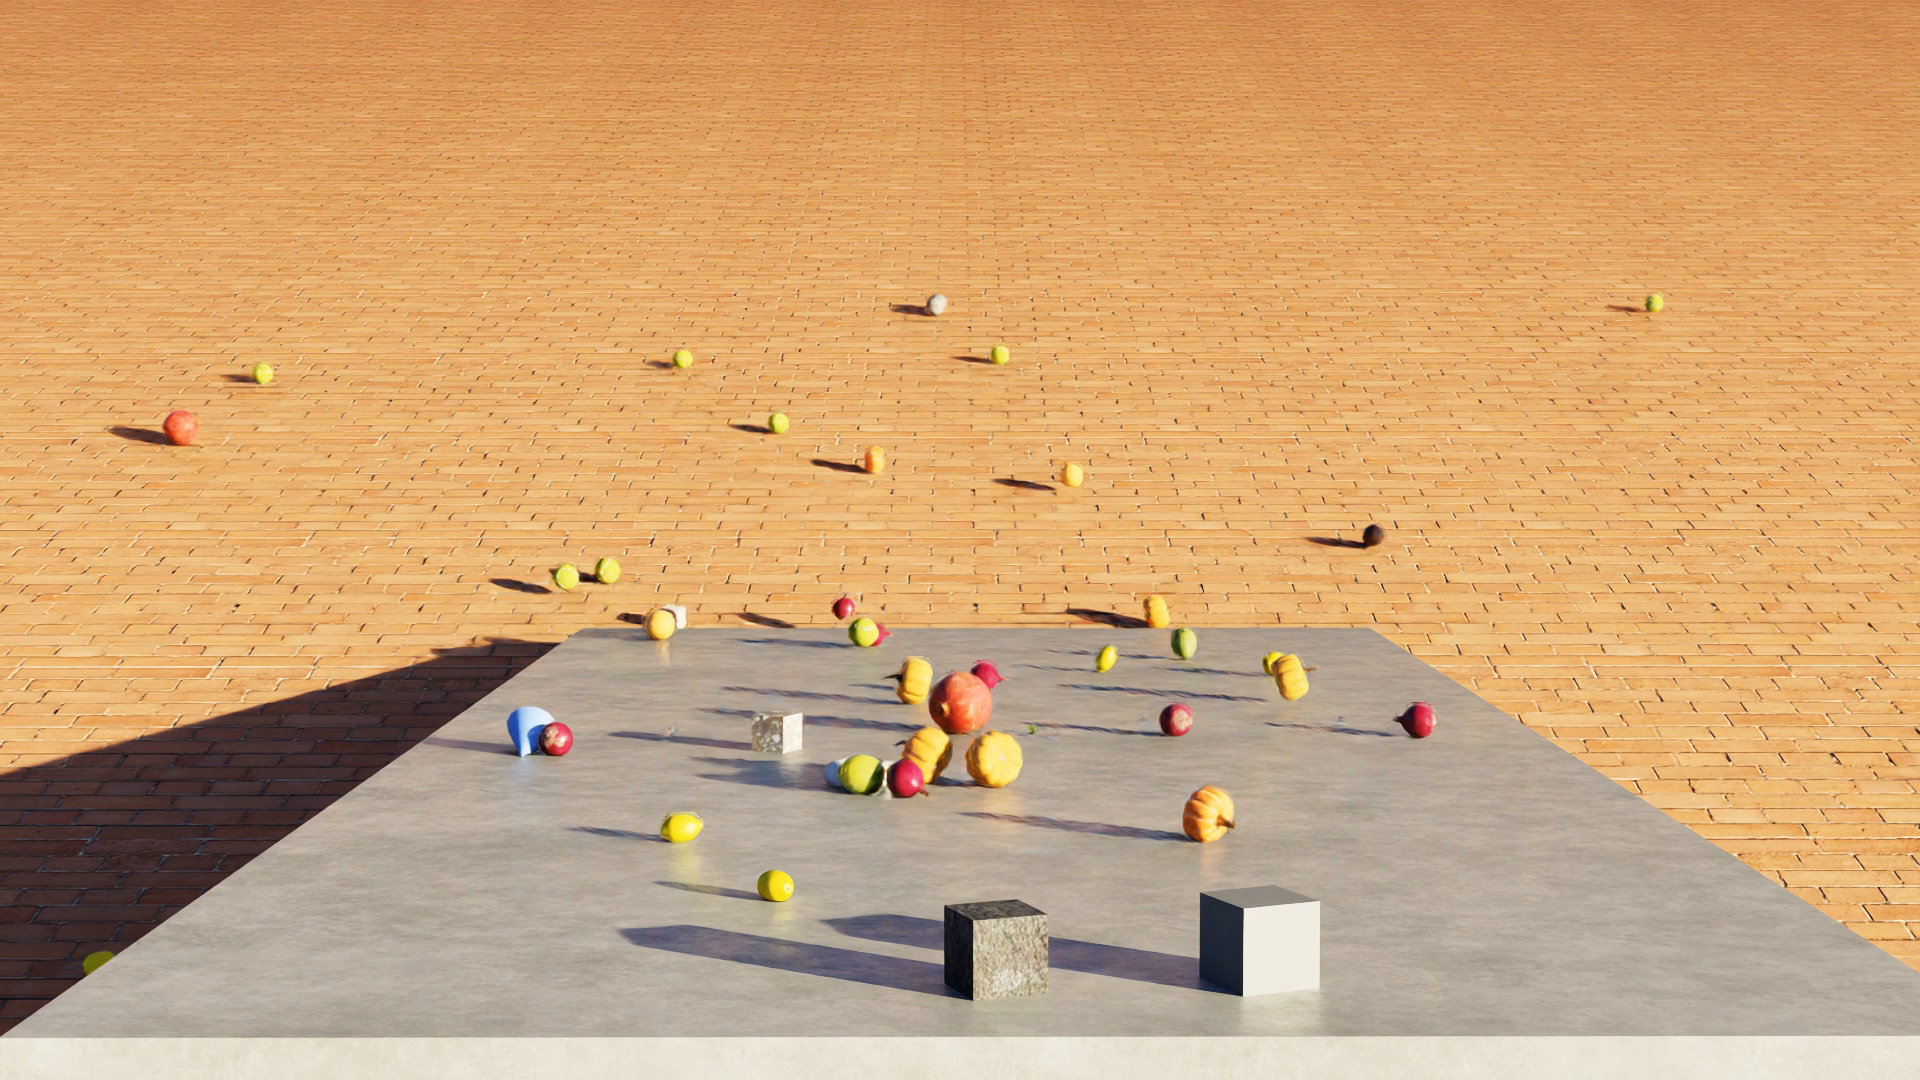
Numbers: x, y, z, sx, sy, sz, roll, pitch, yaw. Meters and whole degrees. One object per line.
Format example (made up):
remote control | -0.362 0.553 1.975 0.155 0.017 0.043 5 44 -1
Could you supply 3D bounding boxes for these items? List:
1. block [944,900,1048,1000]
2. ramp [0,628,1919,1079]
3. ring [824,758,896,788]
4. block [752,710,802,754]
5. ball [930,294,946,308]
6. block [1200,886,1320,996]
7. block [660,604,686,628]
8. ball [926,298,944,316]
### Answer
block | 0.038 0.436 2.735 0.085 0.085 0.085 -2 4 -21
ramp | 0.045 0.407 4.538 2.000 0.100 4.000 0 4 0
ring | -0.158 0.370 4.071 0.116 0.039 0.116 -1 3 0
block | -0.317 0.332 4.443 0.063 0.063 0.063 2 4 27
ball | -0.086 -0.927 10.017 0.070 0.070 0.070 0 19 0
block | 0.322 0.430 2.760 0.094 0.094 0.094 -2 4 -24
block | -0.761 0.207 6.790 0.052 0.052 0.052 6 20 17
ball | -0.097 -0.904 9.951 0.071 0.071 0.071 0 19 0
